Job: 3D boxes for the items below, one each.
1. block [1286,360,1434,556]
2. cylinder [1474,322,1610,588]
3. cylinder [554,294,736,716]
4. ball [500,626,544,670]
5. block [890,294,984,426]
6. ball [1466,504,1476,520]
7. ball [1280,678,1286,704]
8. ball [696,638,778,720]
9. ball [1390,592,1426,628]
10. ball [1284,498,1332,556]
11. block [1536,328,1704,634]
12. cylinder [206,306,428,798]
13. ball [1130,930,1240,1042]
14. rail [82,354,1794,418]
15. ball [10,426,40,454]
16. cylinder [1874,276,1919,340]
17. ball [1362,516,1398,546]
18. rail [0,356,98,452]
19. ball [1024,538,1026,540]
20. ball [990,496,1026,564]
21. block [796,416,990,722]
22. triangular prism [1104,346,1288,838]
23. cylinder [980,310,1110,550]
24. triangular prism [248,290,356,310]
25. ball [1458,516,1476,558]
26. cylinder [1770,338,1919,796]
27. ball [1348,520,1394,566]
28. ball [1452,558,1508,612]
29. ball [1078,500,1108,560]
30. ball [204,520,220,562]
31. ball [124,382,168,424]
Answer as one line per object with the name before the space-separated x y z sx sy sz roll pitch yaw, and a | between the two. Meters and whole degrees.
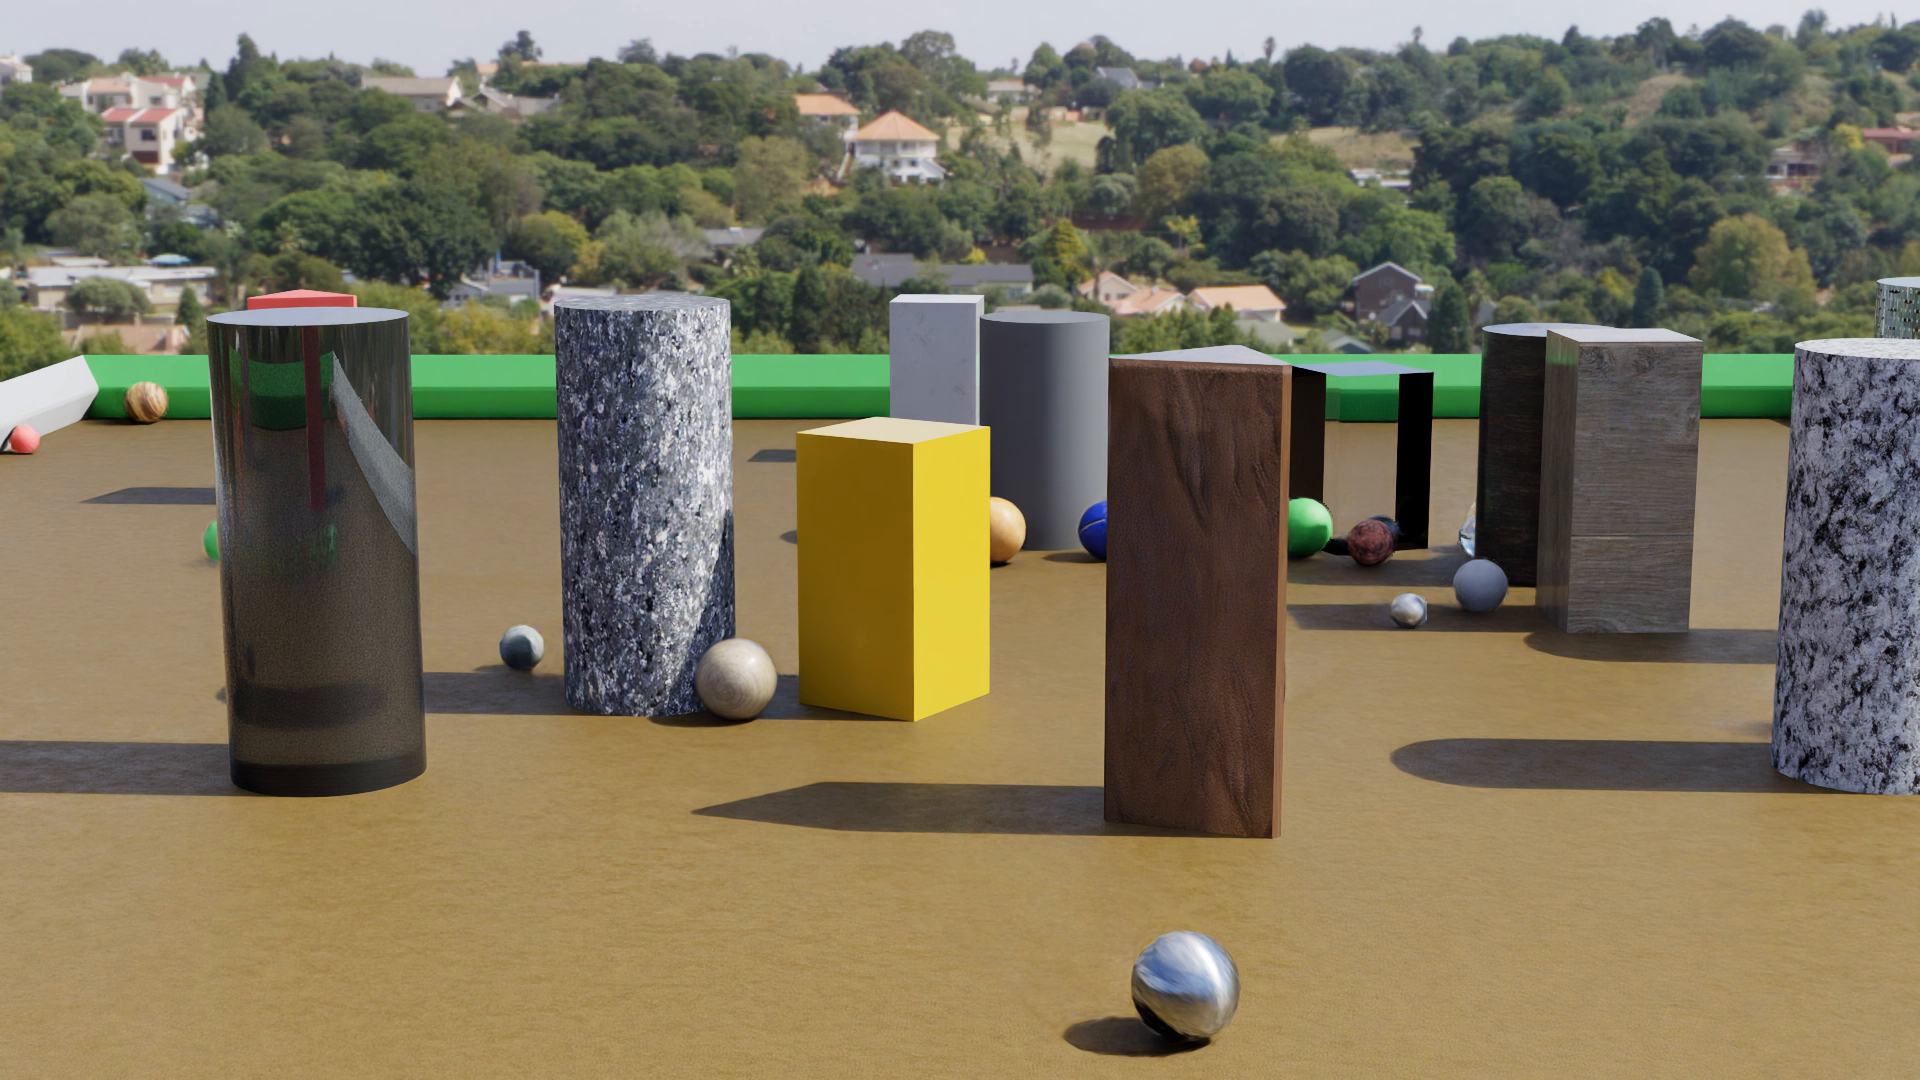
block | 0.612 -0.129 3.942 0.160 0.271 0.160 -4 11 -21
cylinder | 0.847 -0.125 3.691 0.200 0.355 0.200 0 10 0
cylinder | -0.362 -0.044 2.965 0.200 0.461 0.200 0 10 0
ball | -0.534 0.132 3.130 0.055 0.055 0.055 0 10 0
block | -0.042 -0.303 4.808 0.160 0.299 0.160 1 11 6
ball | 0.810 -0.025 3.903 0.081 0.081 0.081 0 10 0
ball | 0.345 0.170 2.927 0.052 0.052 0.052 0 10 0
ball | -0.252 0.156 2.892 0.093 0.093 0.093 0 10 0
ball | 0.588 0.093 3.364 0.046 0.046 0.046 0 10 0
ball | 0.515 -0.020 3.858 0.088 0.088 0.088 0 10 0
block | 0.866 -0.081 3.383 0.160 0.380 0.160 0 10 -2
cylinder | -0.660 0.007 2.642 0.200 0.477 0.200 0 10 0
ball | 0.171 0.337 1.940 0.083 0.083 0.083 0 10 0
rail | -0.011 -0.319 5.357 3.646 0.130 0.045 0 10 0
ball | -1.777 -0.190 4.875 0.054 0.054 0.054 0 10 0
cylinder | 1.237 -0.090 3.207 0.200 0.462 0.200 0 10 0
ball | 0.624 -0.005 3.848 0.063 0.063 0.063 0 10 0
rail | -1.799 0.035 3.438 0.045 0.130 3.928 0 10 0
ball | 0.068 -0.012 3.876 0.066 0.066 0.066 0 10 0
ball | 0.047 -0.014 3.795 0.100 0.100 0.100 0 10 0
block | -0.076 0.029 2.966 0.160 0.316 0.160 7 12 32
triangular prism | 0.248 0.043 2.509 0.173 0.454 0.150 4 11 20
cylinder | 0.130 -0.172 3.972 0.200 0.347 0.200 0 10 0
triangular prism | -1.115 -0.247 4.373 0.173 0.347 0.150 -3 11 -15
ball | 0.779 -0.004 3.834 0.066 0.066 0.066 0 10 0
cylinder | 0.955 0.022 2.654 0.200 0.443 0.200 0 10 0
ball | 0.606 0.005 3.782 0.068 0.068 0.068 0 10 0
ball | 0.702 0.062 3.460 0.072 0.072 0.072 0 10 0
ball | 0.220 -0.015 3.834 0.087 0.087 0.087 0 10 0
ball | -1.083 0.001 3.795 0.069 0.069 0.069 0 10 0
ball | -1.680 -0.284 5.291 0.087 0.087 0.087 0 10 0
